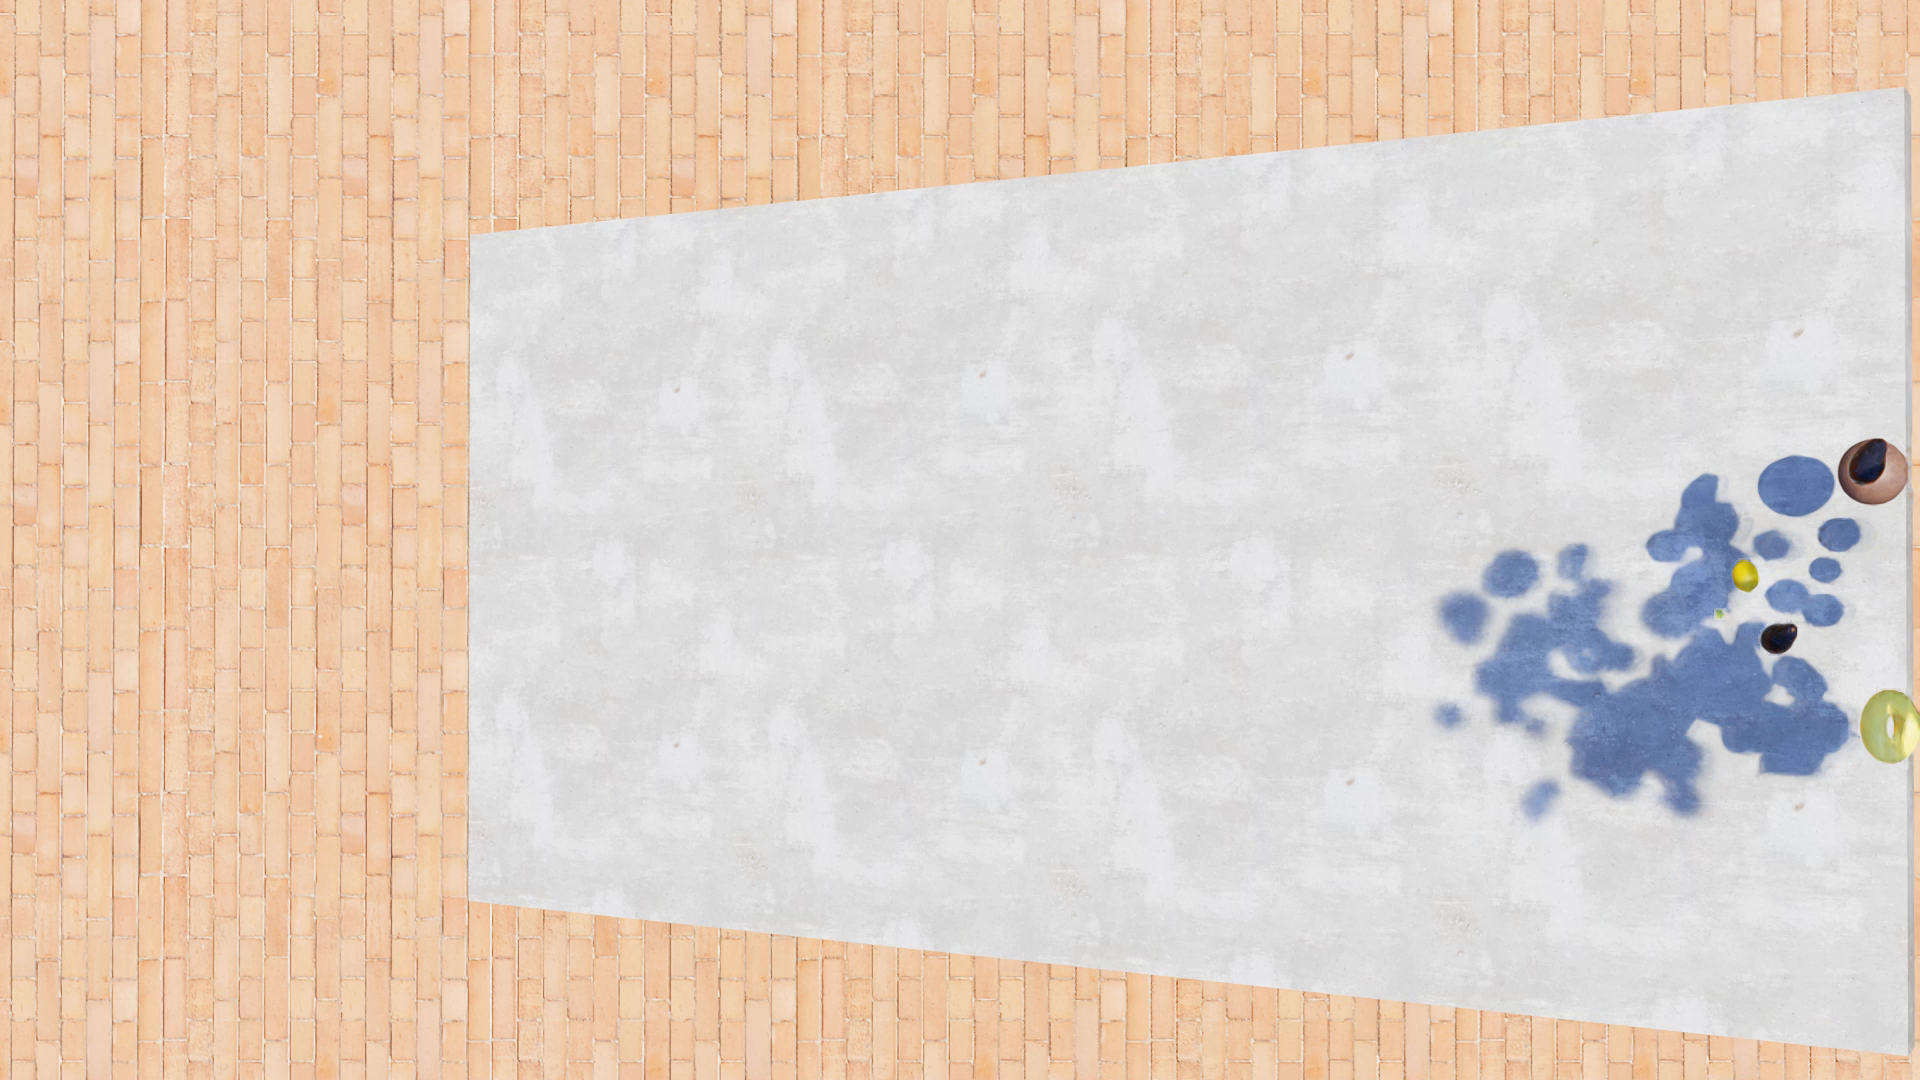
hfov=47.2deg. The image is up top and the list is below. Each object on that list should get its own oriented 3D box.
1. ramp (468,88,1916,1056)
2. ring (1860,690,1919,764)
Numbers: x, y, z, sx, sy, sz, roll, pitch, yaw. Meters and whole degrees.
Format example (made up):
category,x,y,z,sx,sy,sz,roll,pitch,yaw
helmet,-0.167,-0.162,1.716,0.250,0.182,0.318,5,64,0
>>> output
category,x,y,z,sx,sy,sz,roll,pitch,yaw
ramp,0.265,0.073,5.613,4.000,0.100,2.000,0,89,31
ring,1.598,0.320,3.777,0.127,0.042,0.127,1,87,-28
